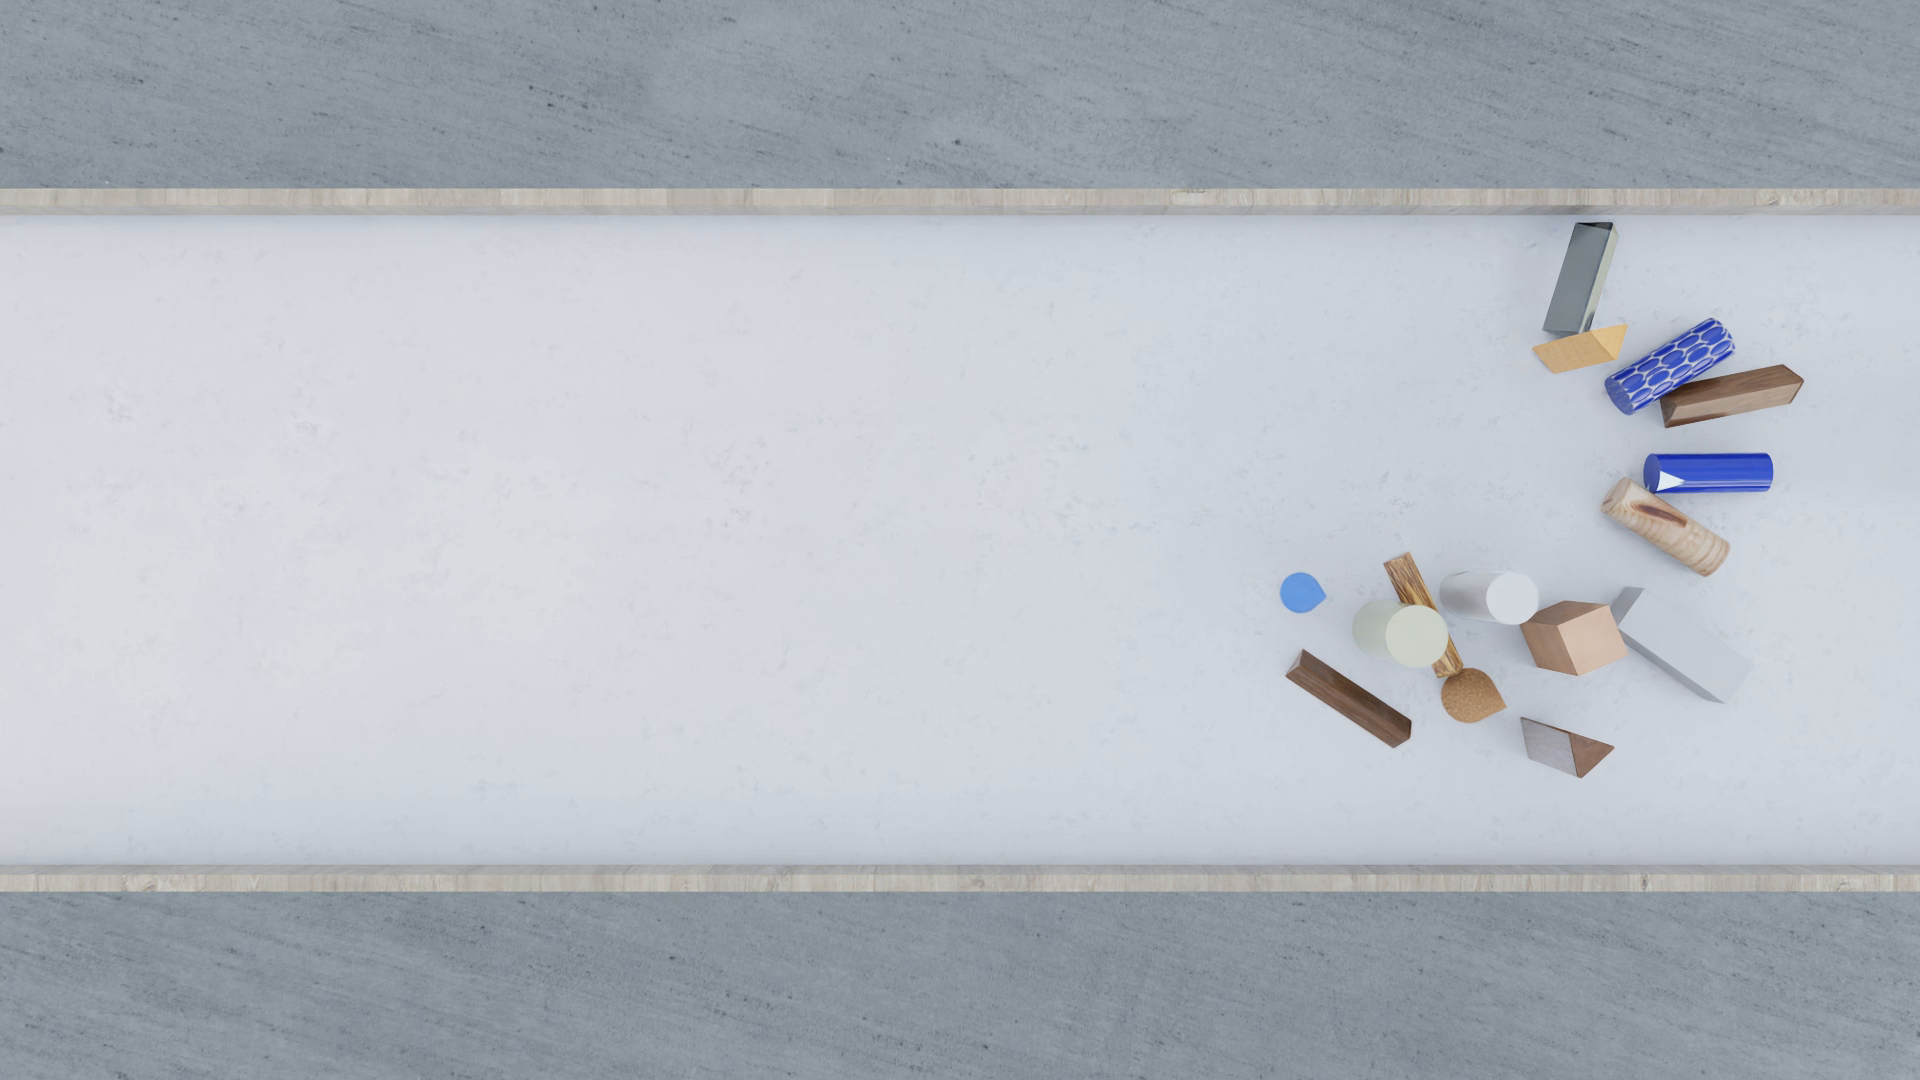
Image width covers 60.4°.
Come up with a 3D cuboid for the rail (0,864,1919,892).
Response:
[{"bbox_3d":[-2.247,1.025,5.001,12.000,0.150,0.050,0,90,0],"label":"rail"}]

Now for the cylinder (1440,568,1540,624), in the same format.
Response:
[{"bbox_3d":[1.550,0.163,4.850,0.149,0.452,0.149,0,90,0],"label":"cylinder"}]

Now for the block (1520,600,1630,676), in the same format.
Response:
[{"bbox_3d":[1.818,0.289,4.907,0.158,0.340,0.158,-23,90,0],"label":"block"}]

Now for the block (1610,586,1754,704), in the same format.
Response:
[{"bbox_3d":[2.170,0.318,5.004,0.401,0.145,0.145,35,90,0],"label":"block"}]

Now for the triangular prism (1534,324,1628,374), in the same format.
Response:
[{"bbox_3d":[1.844,-0.581,4.874,0.094,0.401,0.108,-42,93,-3],"label":"triangular prism"}]

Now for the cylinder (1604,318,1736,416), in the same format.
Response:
[{"bbox_3d":[2.155,-0.526,5.009,0.356,0.134,0.134,-31,90,0],"label":"cylinder"}]

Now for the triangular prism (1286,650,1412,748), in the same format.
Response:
[{"bbox_3d":[1.194,0.488,5.031,0.402,0.087,0.100,34,90,0],"label":"triangular prism"}]

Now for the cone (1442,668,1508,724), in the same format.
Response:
[{"bbox_3d":[1.567,0.479,4.898,0.170,0.356,0.170,0,90,0],"label":"cone"}]

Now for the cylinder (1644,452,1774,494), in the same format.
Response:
[{"bbox_3d":[2.274,-0.204,5.015,0.340,0.123,0.123,-1,90,0],"label":"cylinder"}]

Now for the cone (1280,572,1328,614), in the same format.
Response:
[{"bbox_3d":[1.049,0.163,4.891,0.126,0.370,0.126,0,90,0],"label":"cone"}]

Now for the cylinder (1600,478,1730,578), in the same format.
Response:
[{"bbox_3d":[2.143,-0.039,5.013,0.366,0.128,0.128,33,90,0],"label":"cylinder"}]

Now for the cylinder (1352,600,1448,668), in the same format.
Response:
[{"bbox_3d":[1.297,0.274,4.878,0.179,0.397,0.179,0,90,0],"label":"cylinder"}]

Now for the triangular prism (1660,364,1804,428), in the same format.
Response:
[{"bbox_3d":[2.351,-0.442,5.021,0.392,0.106,0.122,-11,90,0],"label":"triangular prism"}]

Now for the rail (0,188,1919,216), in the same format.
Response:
[{"bbox_3d":[-2.247,-1.025,5.002,12.000,0.150,0.050,0,90,0],"label":"rail"}]

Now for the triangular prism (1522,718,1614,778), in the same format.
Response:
[{"bbox_3d":[1.764,0.588,4.870,0.132,0.413,0.114,-42,90,0],"label":"triangular prism"}]
